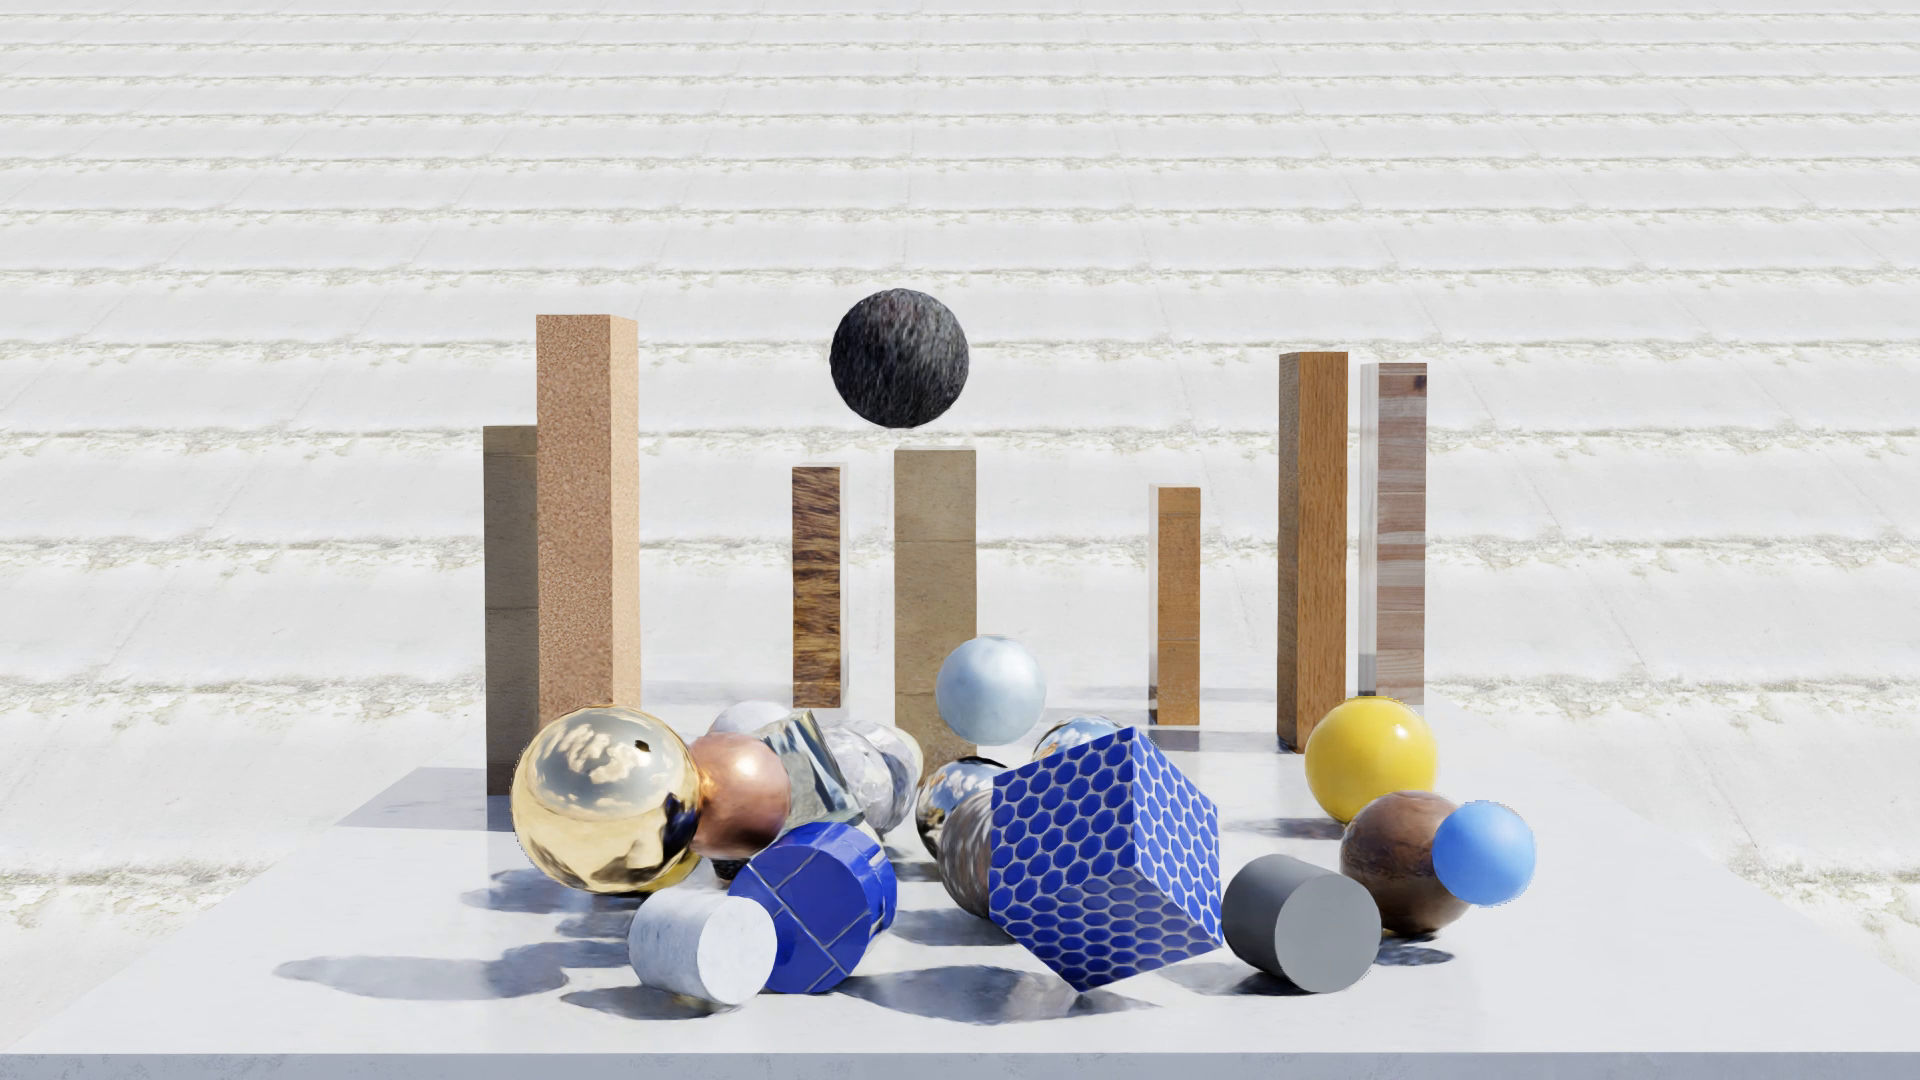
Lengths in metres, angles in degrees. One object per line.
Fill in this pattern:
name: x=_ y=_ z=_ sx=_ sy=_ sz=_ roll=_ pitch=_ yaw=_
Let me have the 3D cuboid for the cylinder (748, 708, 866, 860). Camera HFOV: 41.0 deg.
cylinder: x=-0.212 y=0.302 z=3.095 sx=0.147 sy=0.147 sz=0.147 roll=-27 pitch=4 yaw=2

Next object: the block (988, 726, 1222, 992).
block: x=0.156 y=0.343 z=2.748 sx=0.178 sy=0.178 sz=0.178 roll=-23 pitch=43 yaw=26

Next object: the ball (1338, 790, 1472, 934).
ball: x=0.544 y=0.387 z=3.093 sx=0.173 sy=0.173 sz=0.173 roll=0 pitch=21 yaw=0

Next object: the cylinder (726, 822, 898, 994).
cylinder: x=-0.164 y=0.406 z=2.853 sx=0.163 sy=0.163 sz=0.163 roll=3 pitch=4 yaw=9

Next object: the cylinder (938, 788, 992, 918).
cylinder: x=0.082 y=0.387 z=3.117 sx=0.162 sy=0.162 sz=0.162 roll=-12 pitch=5 yaw=-29

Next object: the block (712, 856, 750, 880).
block: x=-0.264 y=0.383 z=3.433 sx=0.109 sy=0.109 sz=0.109 roll=4 pitch=28 yaw=38

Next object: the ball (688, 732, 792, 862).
ball: x=-0.266 y=0.293 z=2.938 sx=0.148 sy=0.148 sz=0.148 roll=0 pitch=21 yaw=0

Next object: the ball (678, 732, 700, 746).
ball: x=-0.415 y=0.361 z=3.837 sx=0.147 sy=0.147 sz=0.147 roll=0 pitch=21 yaw=0

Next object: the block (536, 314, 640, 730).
block: x=-0.569 y=0.043 z=3.962 sx=0.109 sy=0.768 sz=0.328 roll=0 pitch=3 yaw=0

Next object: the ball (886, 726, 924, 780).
ball: x=-0.117 y=0.359 z=4.139 sx=0.117 sy=0.117 sz=0.117 roll=0 pitch=21 yaw=0

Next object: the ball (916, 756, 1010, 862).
ball: x=0.019 y=0.373 z=3.486 sx=0.159 sy=0.159 sz=0.159 roll=0 pitch=21 yaw=0

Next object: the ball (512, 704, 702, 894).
ball: x=-0.385 y=0.283 z=2.806 sx=0.207 sy=0.207 sz=0.207 roll=0 pitch=21 yaw=0

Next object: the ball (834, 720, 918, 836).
ball: x=-0.149 y=0.351 z=3.750 sx=0.176 sy=0.176 sz=0.176 roll=0 pitch=21 yaw=0

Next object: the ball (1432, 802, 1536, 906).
ball: x=0.601 y=0.361 z=2.950 sx=0.117 sy=0.117 sz=0.117 roll=0 pitch=21 yaw=0

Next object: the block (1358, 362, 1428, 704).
block: x=0.927 y=-0.019 z=5.522 sx=0.102 sy=0.720 sz=0.246 roll=0 pitch=3 yaw=0

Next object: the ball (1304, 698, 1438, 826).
ball: x=0.613 y=0.334 z=3.834 sx=0.199 sy=0.199 sz=0.199 roll=0 pitch=21 yaw=0

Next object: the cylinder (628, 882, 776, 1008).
cylinder: x=-0.273 y=0.429 z=2.726 sx=0.111 sy=0.111 sz=0.111 roll=9 pitch=22 yaw=42

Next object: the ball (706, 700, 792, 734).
ball: x=-0.318 y=0.337 z=4.034 sx=0.173 sy=0.173 sz=0.173 roll=0 pitch=21 yaw=0

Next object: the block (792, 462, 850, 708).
block: x=-0.300 y=0.088 z=5.576 sx=0.100 sy=0.504 sz=0.427 roll=0 pitch=3 yaw=0

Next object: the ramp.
ramp: x=0.049 y=0.446 z=4.532 sx=2.000 sy=0.100 sz=4.000 roll=0 pitch=3 yaw=0

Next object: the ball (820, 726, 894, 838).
ball: x=-0.187 y=0.353 z=3.566 sx=0.191 sy=0.191 sz=0.191 roll=0 pitch=21 yaw=0

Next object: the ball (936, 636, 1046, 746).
ball: x=0.043 y=0.211 z=3.596 sx=0.155 sy=0.155 sz=0.155 roll=0 pitch=21 yaw=0

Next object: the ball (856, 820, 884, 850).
ball: x=-0.159 y=0.403 z=3.227 sx=0.129 sy=0.129 sz=0.129 roll=0 pitch=21 yaw=0

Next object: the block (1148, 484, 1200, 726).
block: x=0.432 y=0.125 z=5.191 sx=0.084 sy=0.471 sz=0.248 roll=0 pitch=3 yaw=0

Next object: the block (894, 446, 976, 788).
block: x=-0.041 y=0.120 z=4.463 sx=0.135 sy=0.560 sz=0.441 roll=0 pitch=3 yaw=0

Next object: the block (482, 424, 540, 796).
block: x=-0.724 y=0.108 z=4.306 sx=0.093 sy=0.601 sz=0.277 roll=0 pitch=3 yaw=0

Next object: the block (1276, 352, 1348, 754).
block: x=0.655 y=0.017 z=4.791 sx=0.088 sy=0.729 sz=0.294 roll=0 pitch=3 yaw=0

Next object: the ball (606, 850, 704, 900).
ball: x=-0.419 y=0.358 z=3.296 sx=0.205 sy=0.205 sz=0.205 roll=0 pitch=21 yaw=0

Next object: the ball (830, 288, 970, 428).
ball: x=-0.064 y=-0.194 z=2.749 sx=0.150 sy=0.150 sz=0.150 roll=0 pitch=21 yaw=0

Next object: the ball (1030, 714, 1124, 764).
ball: x=0.191 y=0.347 z=3.814 sx=0.176 sy=0.176 sz=0.176 roll=0 pitch=21 yaw=0
